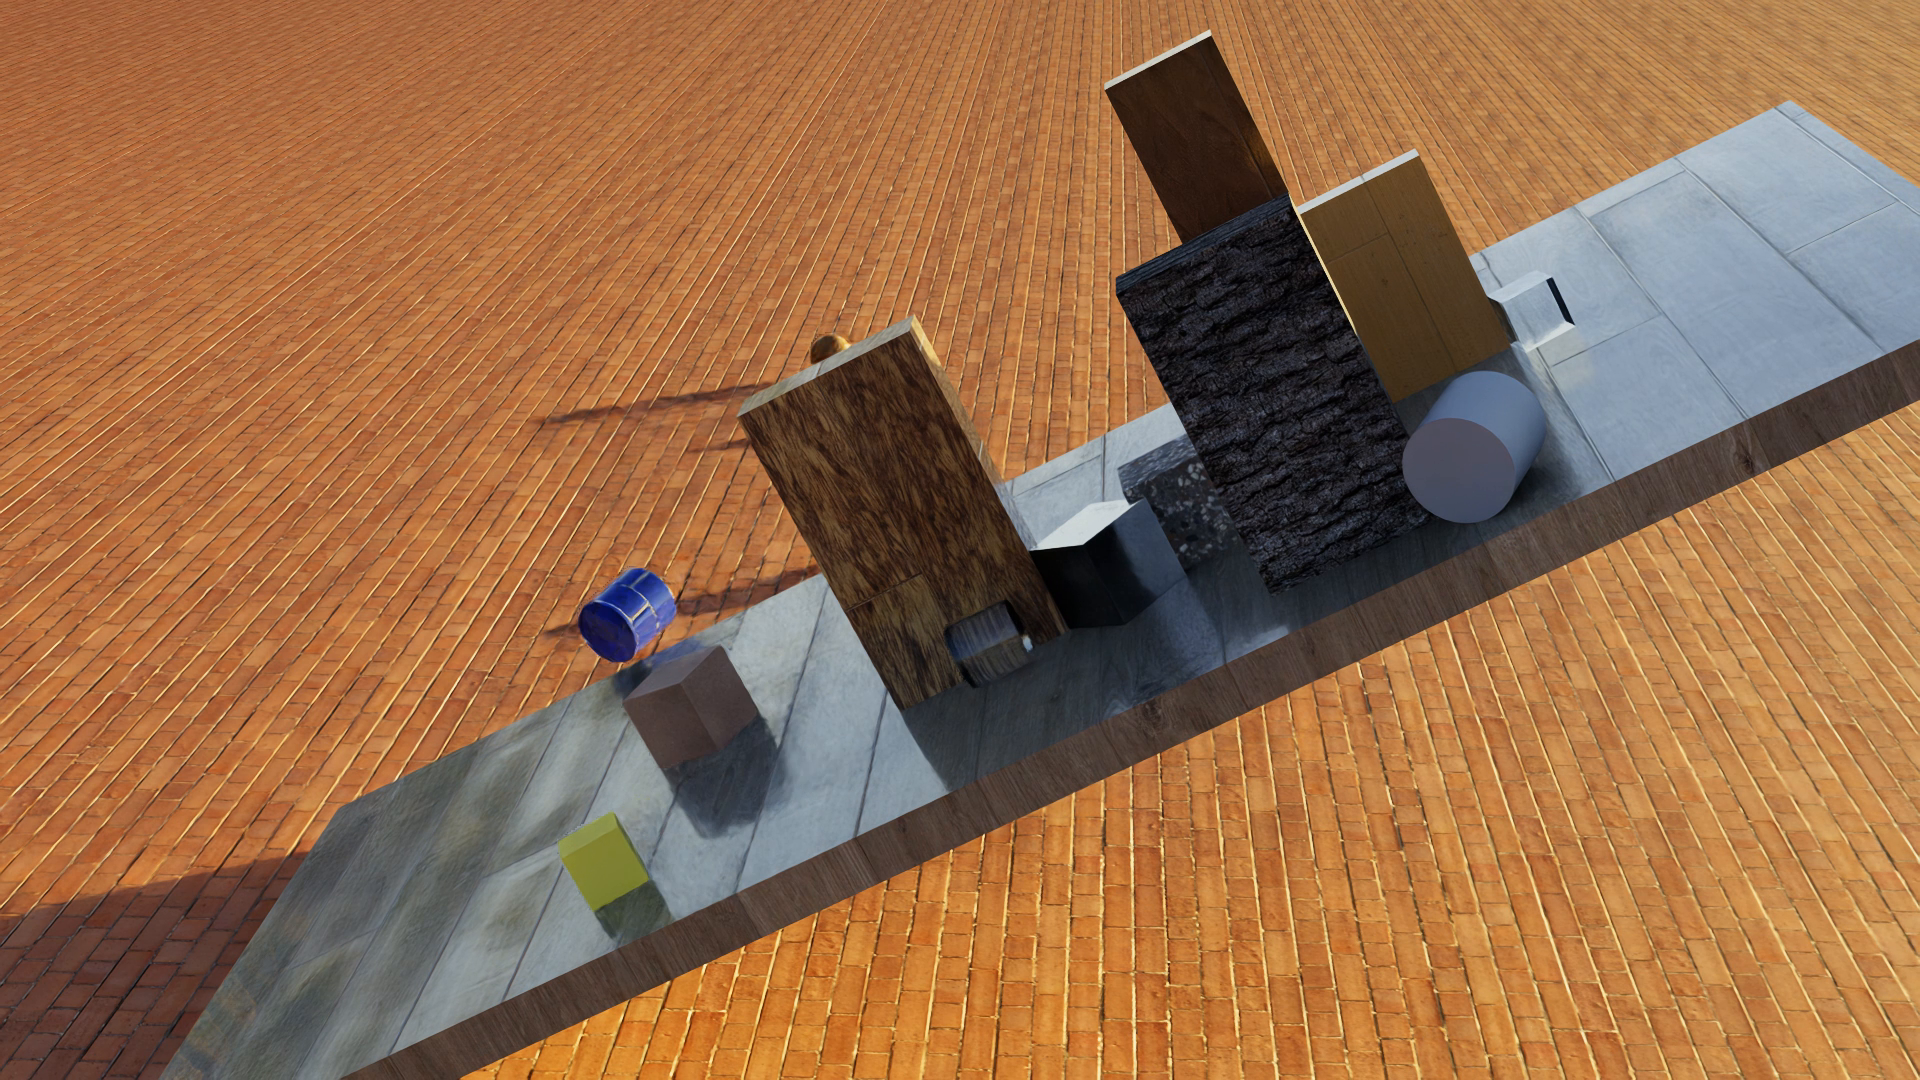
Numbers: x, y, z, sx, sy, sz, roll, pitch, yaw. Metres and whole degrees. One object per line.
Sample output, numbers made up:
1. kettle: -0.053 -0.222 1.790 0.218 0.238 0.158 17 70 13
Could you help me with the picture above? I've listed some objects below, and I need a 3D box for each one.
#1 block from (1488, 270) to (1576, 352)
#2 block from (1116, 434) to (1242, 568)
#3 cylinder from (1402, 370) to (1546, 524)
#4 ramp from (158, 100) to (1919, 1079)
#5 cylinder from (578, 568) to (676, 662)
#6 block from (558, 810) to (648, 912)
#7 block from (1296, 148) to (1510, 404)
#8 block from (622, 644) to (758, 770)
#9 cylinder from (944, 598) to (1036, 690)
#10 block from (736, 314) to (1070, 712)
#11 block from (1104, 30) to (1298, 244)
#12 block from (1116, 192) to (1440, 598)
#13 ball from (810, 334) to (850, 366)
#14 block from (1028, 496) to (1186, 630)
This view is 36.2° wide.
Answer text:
1. block: 1.184 -0.475 6.102 0.117 0.117 0.117 -28 14 1
2. block: 0.455 -0.080 5.929 0.198 0.198 0.198 -27 14 7
3. cylinder: 0.929 -0.169 5.309 0.207 0.207 0.207 8 30 24
4. ramp: 0.140 0.167 6.281 4.000 0.100 2.000 -26 14 10
5. cylinder: -0.854 0.193 7.553 0.179 0.179 0.179 10 35 30
6. block: -0.702 0.631 5.781 0.125 0.125 0.125 -30 14 -5
7. block: 0.902 -0.538 6.169 0.336 0.453 0.084 -26 14 10
8. block: -0.587 0.364 6.410 0.176 0.176 0.176 -19 17 35
9. cylinder: 0.059 0.205 5.809 0.134 0.134 0.134 -26 15 8
10. block: -0.106 -0.051 5.889 0.386 0.687 0.146 -26 14 10
11. block: 0.631 -0.757 6.784 0.270 0.786 0.101 -26 14 10
12. block: 0.588 -0.265 5.403 0.352 0.641 0.150 -26 14 10
13. ball: -0.538 -0.770 12.339 0.182 0.182 0.182 0 17 0
14. block: 0.292 0.046 5.824 0.183 0.183 0.183 -37 16 -30
